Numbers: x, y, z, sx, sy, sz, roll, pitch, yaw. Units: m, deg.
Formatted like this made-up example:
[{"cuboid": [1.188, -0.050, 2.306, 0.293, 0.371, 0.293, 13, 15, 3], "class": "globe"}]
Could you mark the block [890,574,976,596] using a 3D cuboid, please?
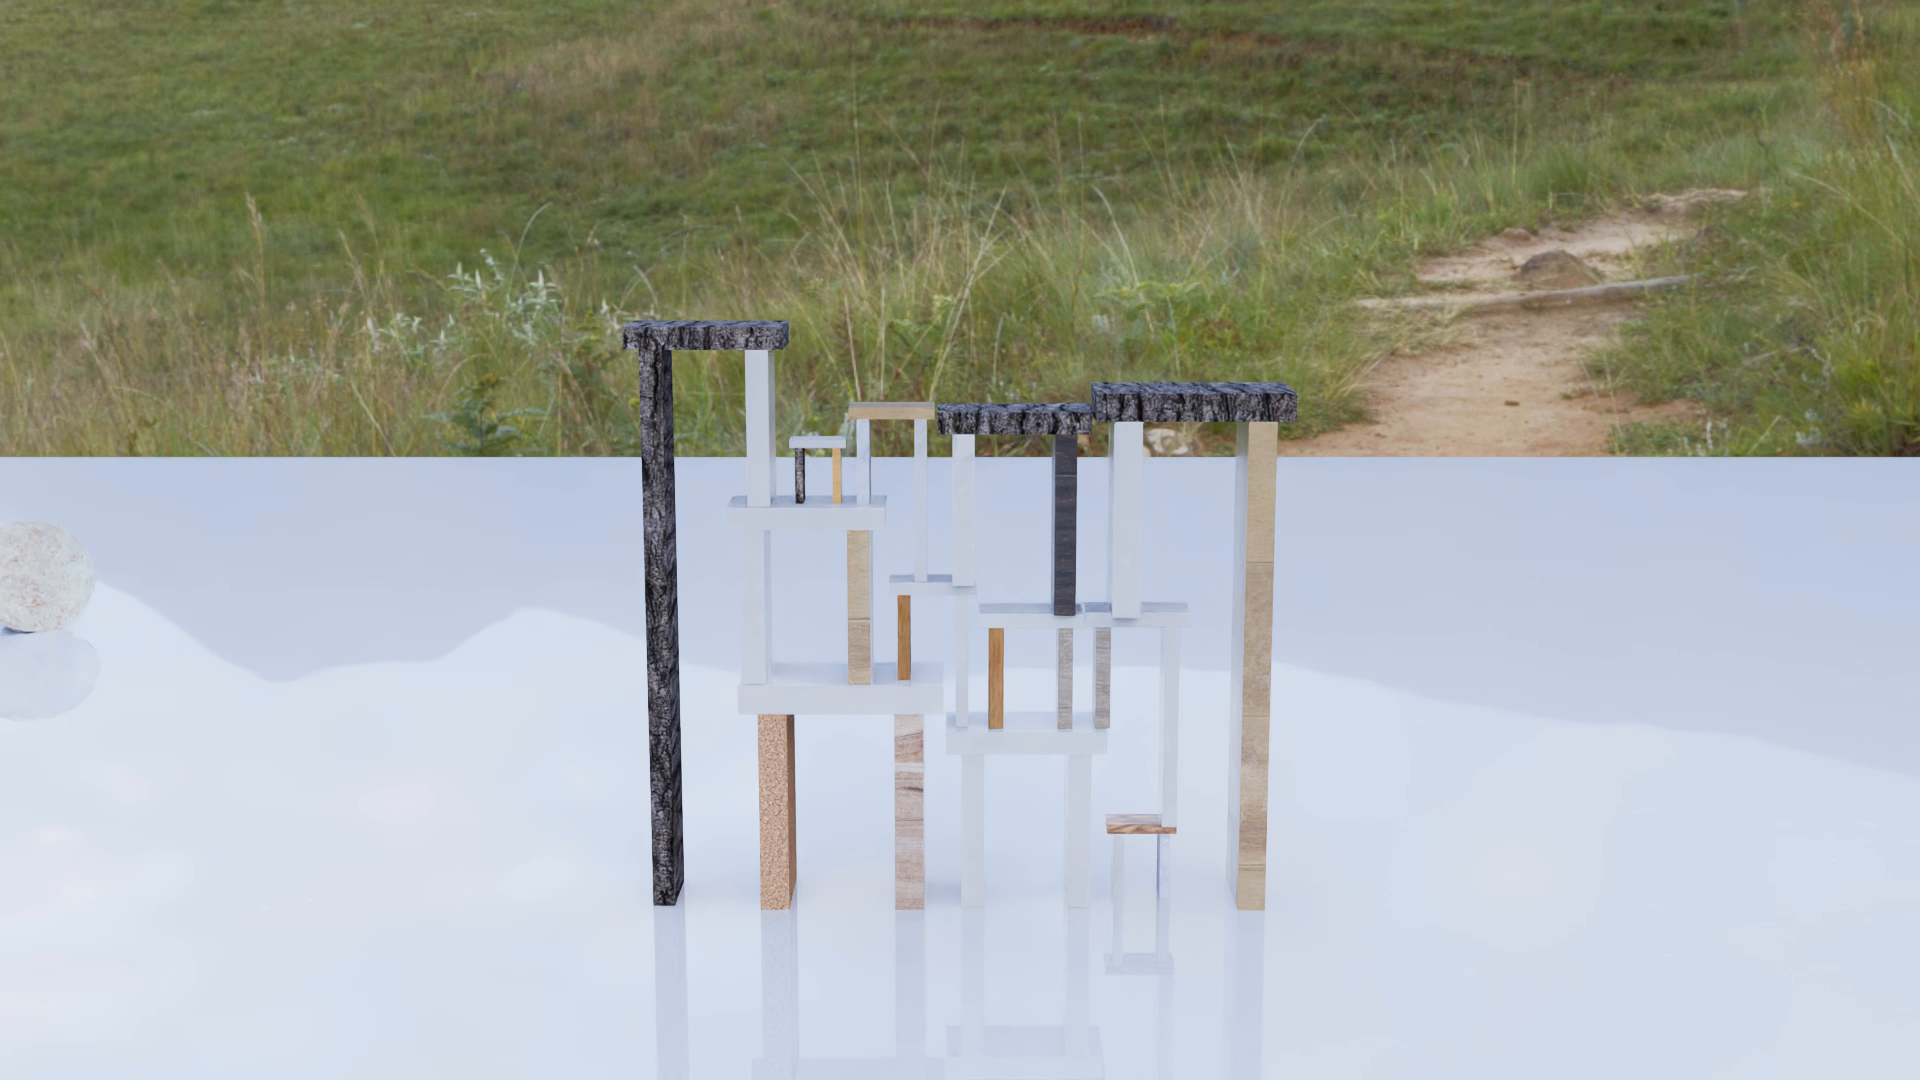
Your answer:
[{"cuboid": [-0.044, 0.073, 3.572, 0.140, 0.020, 0.070, 0, 11, -1], "class": "block"}]

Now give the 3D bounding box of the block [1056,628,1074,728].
[{"cuboid": [0.170, 0.217, 3.595, 0.024, 0.167, 0.084, 0, 11, 0], "class": "block"}]

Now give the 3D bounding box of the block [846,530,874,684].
[{"cuboid": [-0.162, 0.097, 3.574, 0.036, 0.252, 0.126, 0, 11, 0], "class": "block"}]

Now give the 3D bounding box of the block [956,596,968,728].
[{"cuboid": [0.003, 0.191, 3.592, 0.020, 0.220, 0.070, 0, 11, 0], "class": "block"}]

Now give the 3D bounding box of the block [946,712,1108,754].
[{"cuboid": [0.107, 0.317, 3.615, 0.260, 0.037, 0.130, 0, 11, 0], "class": "block"}]

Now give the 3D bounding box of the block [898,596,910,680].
[{"cuboid": [-0.091, 0.151, 3.586, 0.020, 0.140, 0.070, 0, 10, 0], "class": "block"}]

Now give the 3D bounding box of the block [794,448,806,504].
[{"cuboid": [-0.257, -0.107, 3.539, 0.013, 0.090, 0.045, 0, 11, 0], "class": "block"}]

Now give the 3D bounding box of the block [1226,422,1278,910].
[{"cuboid": [0.475, 0.195, 3.594, 0.044, 0.803, 0.157, 0, 11, 0], "class": "block"}]

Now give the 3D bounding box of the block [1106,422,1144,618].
[{"cuboid": [0.265, -0.045, 3.549, 0.044, 0.314, 0.157, 0, 10, 1], "class": "block"}]

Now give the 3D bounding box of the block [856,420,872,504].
[{"cuboid": [-0.155, -0.131, 3.540, 0.019, 0.137, 0.068, 0, 11, 0], "class": "block"}]

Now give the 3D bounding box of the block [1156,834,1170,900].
[{"cuboid": [0.338, 0.534, 3.656, 0.016, 0.114, 0.057, 0, 11, 0], "class": "block"}]

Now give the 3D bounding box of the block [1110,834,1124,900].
[{"cuboid": [0.262, 0.534, 3.655, 0.016, 0.114, 0.057, 0, 11, 0], "class": "block"}]

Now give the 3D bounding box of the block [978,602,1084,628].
[{"cuboid": [0.114, 0.123, 3.577, 0.167, 0.024, 0.084, 0, 11, 0], "class": "block"}]

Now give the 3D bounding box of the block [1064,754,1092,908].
[{"cuboid": [0.194, 0.463, 3.643, 0.037, 0.260, 0.130, 0, 11, 0], "class": "block"}]

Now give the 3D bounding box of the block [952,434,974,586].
[{"cuboid": [0.005, -0.058, 3.552, 0.035, 0.244, 0.122, 0, 11, 0], "class": "block"}]

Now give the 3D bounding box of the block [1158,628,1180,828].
[{"cuboid": [0.343, 0.298, 3.611, 0.024, 0.335, 0.084, 0, 11, 0], "class": "block"}]

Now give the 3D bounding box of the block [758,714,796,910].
[{"cuboid": [-0.302, 0.427, 3.644, 0.047, 0.329, 0.165, 0, 11, 0], "class": "block"}]

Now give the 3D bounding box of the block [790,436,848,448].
[{"cuboid": [-0.227, -0.157, 3.530, 0.090, 0.013, 0.045, 0, 11, 0], "class": "block"}]

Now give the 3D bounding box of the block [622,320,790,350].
[{"cuboid": [-0.403, -0.327, 3.503, 0.250, 0.035, 0.125, 0, 11, 0], "class": "block"}]

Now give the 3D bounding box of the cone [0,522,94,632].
[{"cuboid": [-2.446, 0.137, 5.741, 0.297, 0.297, 0.297, -7, -14, -34], "class": "cone"}]

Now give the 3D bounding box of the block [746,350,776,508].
[{"cuboid": [-0.319, -0.186, 3.529, 0.035, 0.250, 0.125, 0, 11, 0], "class": "block"}]

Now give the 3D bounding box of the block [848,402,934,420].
[{"cuboid": [-0.109, -0.208, 3.526, 0.137, 0.019, 0.068, 0, 11, 0], "class": "block"}]

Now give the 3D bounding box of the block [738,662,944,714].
[{"cuboid": [-0.192, 0.242, 3.610, 0.329, 0.047, 0.165, 0, 11, 0], "class": "block"}]

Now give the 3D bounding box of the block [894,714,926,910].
[{"cuboid": [-0.082, 0.427, 3.644, 0.047, 0.329, 0.165, 0, 11, 0], "class": "block"}]

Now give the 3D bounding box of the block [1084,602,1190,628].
[{"cuboid": [0.287, 0.121, 3.579, 0.168, 0.024, 0.084, 0, 10, 0], "class": "block"}]

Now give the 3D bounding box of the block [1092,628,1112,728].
[{"cuboid": [0.231, 0.216, 3.596, 0.024, 0.168, 0.084, 0, 10, 0], "class": "block"}]

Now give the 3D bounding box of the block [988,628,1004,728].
[{"cuboid": [0.059, 0.217, 3.595, 0.024, 0.167, 0.084, 0, 11, 0], "class": "block"}]

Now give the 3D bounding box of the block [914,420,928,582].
[{"cuboid": [-0.063, -0.068, 3.552, 0.019, 0.264, 0.068, 0, 11, -1], "class": "block"}]

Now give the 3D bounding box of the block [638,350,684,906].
[{"cuboid": [-0.486, 0.140, 3.590, 0.035, 0.914, 0.125, 0, 11, 0], "class": "block"}]

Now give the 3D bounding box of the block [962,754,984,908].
[{"cuboid": [0.021, 0.463, 3.643, 0.037, 0.260, 0.130, 0, 11, 0], "class": "block"}]

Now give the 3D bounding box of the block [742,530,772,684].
[{"cuboid": [-0.330, 0.097, 3.574, 0.036, 0.252, 0.126, 0, 11, 0], "class": "block"}]

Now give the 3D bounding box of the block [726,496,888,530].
[{"cuboid": [-0.246, -0.044, 3.547, 0.252, 0.036, 0.126, 0, 11, 0], "class": "block"}]

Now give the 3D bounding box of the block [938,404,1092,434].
[{"cuboid": [0.086, -0.195, 3.526, 0.244, 0.035, 0.122, 0, 11, 0], "class": "block"}]

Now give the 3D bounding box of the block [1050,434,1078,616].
[{"cuboid": [0.168, -0.034, 3.555, 0.035, 0.292, 0.122, 0, 11, 0], "class": "block"}]

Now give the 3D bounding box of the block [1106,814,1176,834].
[{"cuboid": [0.299, 0.470, 3.643, 0.114, 0.016, 0.057, 0, 11, 1], "class": "block"}]

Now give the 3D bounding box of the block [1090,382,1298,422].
[{"cuboid": [0.371, -0.221, 3.517, 0.314, 0.044, 0.157, 0, 11, 0], "class": "block"}]

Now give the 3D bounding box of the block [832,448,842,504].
[{"cuboid": [-0.197, -0.107, 3.539, 0.013, 0.090, 0.045, 0, 11, 0], "class": "block"}]
